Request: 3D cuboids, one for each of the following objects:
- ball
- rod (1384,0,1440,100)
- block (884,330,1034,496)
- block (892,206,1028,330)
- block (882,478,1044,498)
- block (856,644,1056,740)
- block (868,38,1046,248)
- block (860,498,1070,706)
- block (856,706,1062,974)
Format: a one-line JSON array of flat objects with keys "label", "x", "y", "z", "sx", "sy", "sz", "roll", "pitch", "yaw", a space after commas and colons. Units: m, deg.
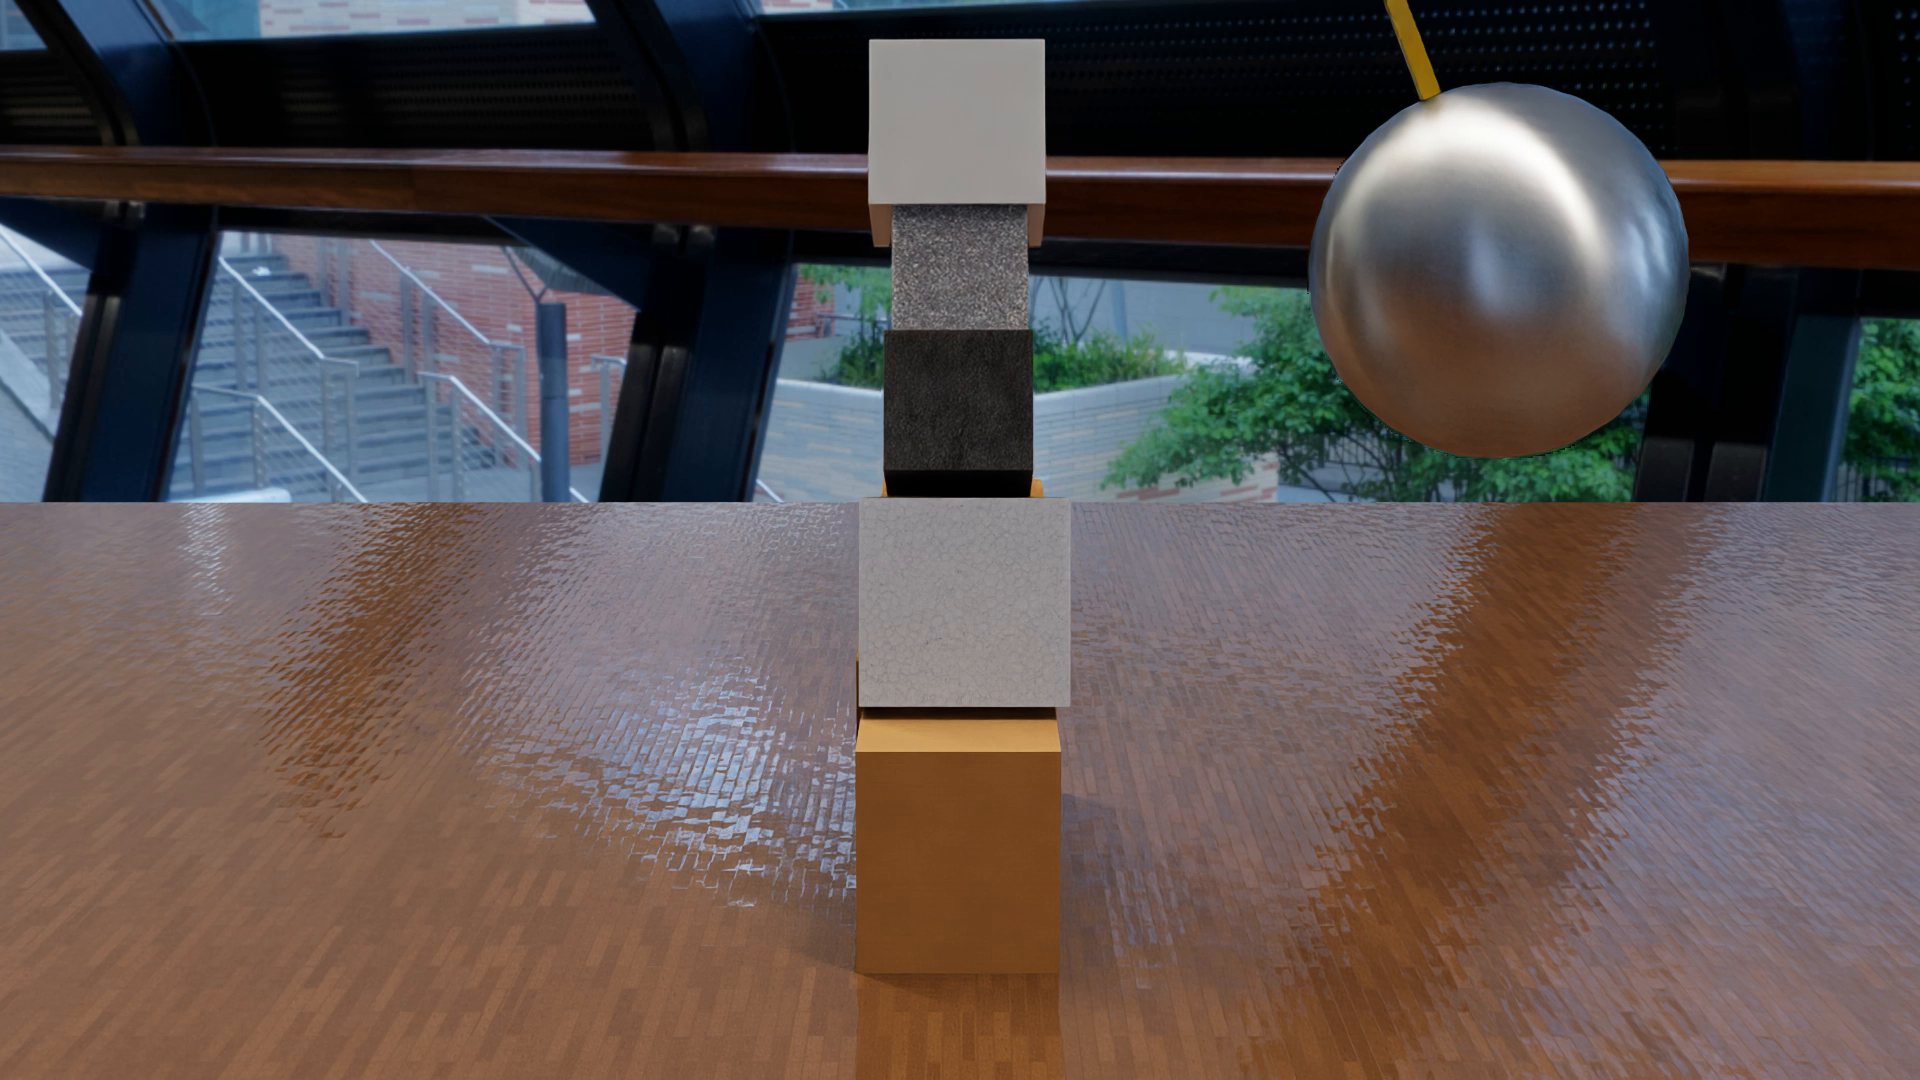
[{"label": "ball", "x": 2.295, "y": -1.148, "z": 10.972, "sx": 1.600, "sy": 1.600, "sz": 1.600, "roll": 0, "pitch": 10, "yaw": 0}, {"label": "rod", "x": 0.994, "y": -4.239, "z": 10.410, "sx": 0.080, "sy": 5.200, "sz": 0.080, "roll": -22, "pitch": 10, "yaw": 4}, {"label": "block", "x": -0.006, "y": -0.552, "z": 11.333, "sx": 0.643, "sy": 0.616, "sz": 0.614, "roll": 0, "pitch": -10, "yaw": 0}, {"label": "block", "x": 0.001, "y": -1.132, "z": 11.439, "sx": 0.592, "sy": 0.563, "sz": 0.571, "roll": 0, "pitch": -10, "yaw": 0}, {"label": "block", "x": 0.013, "y": 0.152, "z": 11.782, "sx": 0.738, "sy": 0.758, "sz": 0.760, "roll": 0, "pitch": 10, "yaw": 0}, {"label": "block", "x": -0.015, "y": 0.895, "z": 12.227, "sx": 0.918, "sy": 0.863, "sz": 0.913, "roll": 0, "pitch": 10, "yaw": 0}, {"label": "block", "x": -0.013, "y": -1.778, "z": 11.559, "sx": 0.773, "sy": 0.751, "sz": 0.673, "roll": 0, "pitch": -10, "yaw": 0}, {"label": "block", "x": 0.019, "y": 0.246, "z": 10.898, "sx": 0.861, "sy": 0.850, "sz": 0.903, "roll": 0, "pitch": 1, "yaw": 0}, {"label": "block", "x": -0.007, "y": 1.193, "z": 10.478, "sx": 0.801, "sy": 0.904, "sz": 0.843, "roll": 0, "pitch": 10, "yaw": 0}]
